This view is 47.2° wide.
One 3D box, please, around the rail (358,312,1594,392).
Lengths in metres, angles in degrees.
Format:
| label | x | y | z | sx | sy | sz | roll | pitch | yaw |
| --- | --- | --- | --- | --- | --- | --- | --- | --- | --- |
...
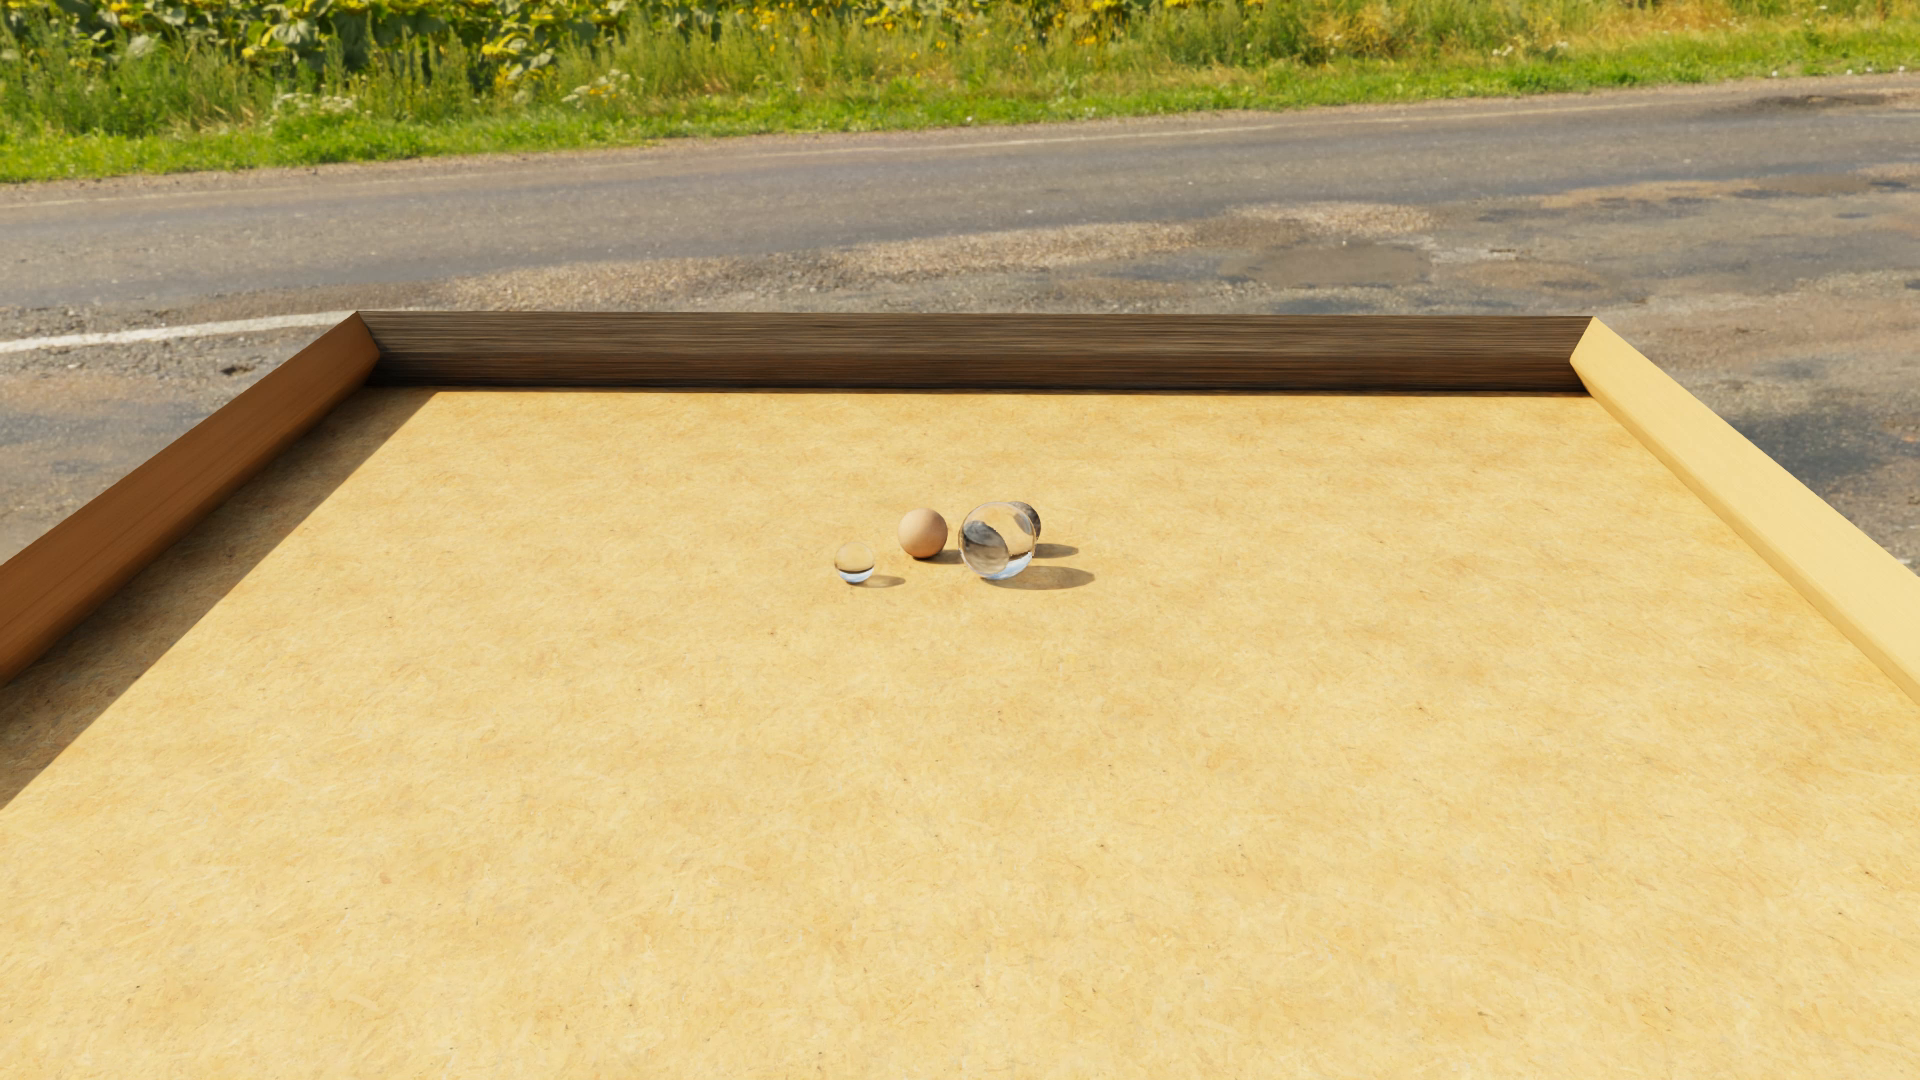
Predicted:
| label | x | y | z | sx | sy | sz | roll | pitch | yaw |
| --- | --- | --- | --- | --- | --- | --- | --- | --- | --- |
| rail | 0.019 | -0.300 | 3.550 | 2.002 | 0.123 | 0.045 | 0 | 18 | 1 |

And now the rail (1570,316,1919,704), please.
| label | x | y | z | sx | sy | sz | roll | pitch | yaw |
| --- | --- | --- | --- | --- | --- | --- | --- | --- | --- |
| rail | 0.958 | 0.259 | 1.781 | 0.045 | 0.123 | 3.716 | 0 | 18 | 1 |

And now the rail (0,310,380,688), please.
| label | x | y | z | sx | sy | sz | roll | pitch | yaw |
| --- | --- | --- | --- | --- | --- | --- | --- | --- | --- |
| rail | -0.997 | 0.246 | 1.821 | 0.045 | 0.123 | 3.716 | 0 | 18 | 1 |

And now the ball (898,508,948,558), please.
| label | x | y | z | sx | sy | sz | roll | pitch | yaw |
| --- | --- | --- | --- | --- | --- | --- | --- | --- | --- |
| ball | -0.046 | -0.009 | 2.731 | 0.063 | 0.063 | 0.063 | 0 | 18 | 0 |

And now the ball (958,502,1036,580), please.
| label | x | y | z | sx | sy | sz | roll | pitch | yaw |
| --- | --- | --- | --- | --- | --- | --- | --- | --- | --- |
| ball | 0.045 | 0.001 | 2.648 | 0.095 | 0.095 | 0.095 | 0 | 18 | 0 |

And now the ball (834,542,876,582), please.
| label | x | y | z | sx | sy | sz | roll | pitch | yaw |
| --- | --- | --- | --- | --- | --- | --- | --- | --- | --- |
| ball | -0.127 | 0.027 | 2.642 | 0.050 | 0.050 | 0.050 | 0 | 18 | 0 |

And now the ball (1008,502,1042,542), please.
| label | x | y | z | sx | sy | sz | roll | pitch | yaw |
| --- | --- | --- | --- | --- | --- | --- | --- | --- | --- |
| ball | 0.069 | -0.017 | 2.754 | 0.065 | 0.065 | 0.065 | 0 | 18 | 0 |
